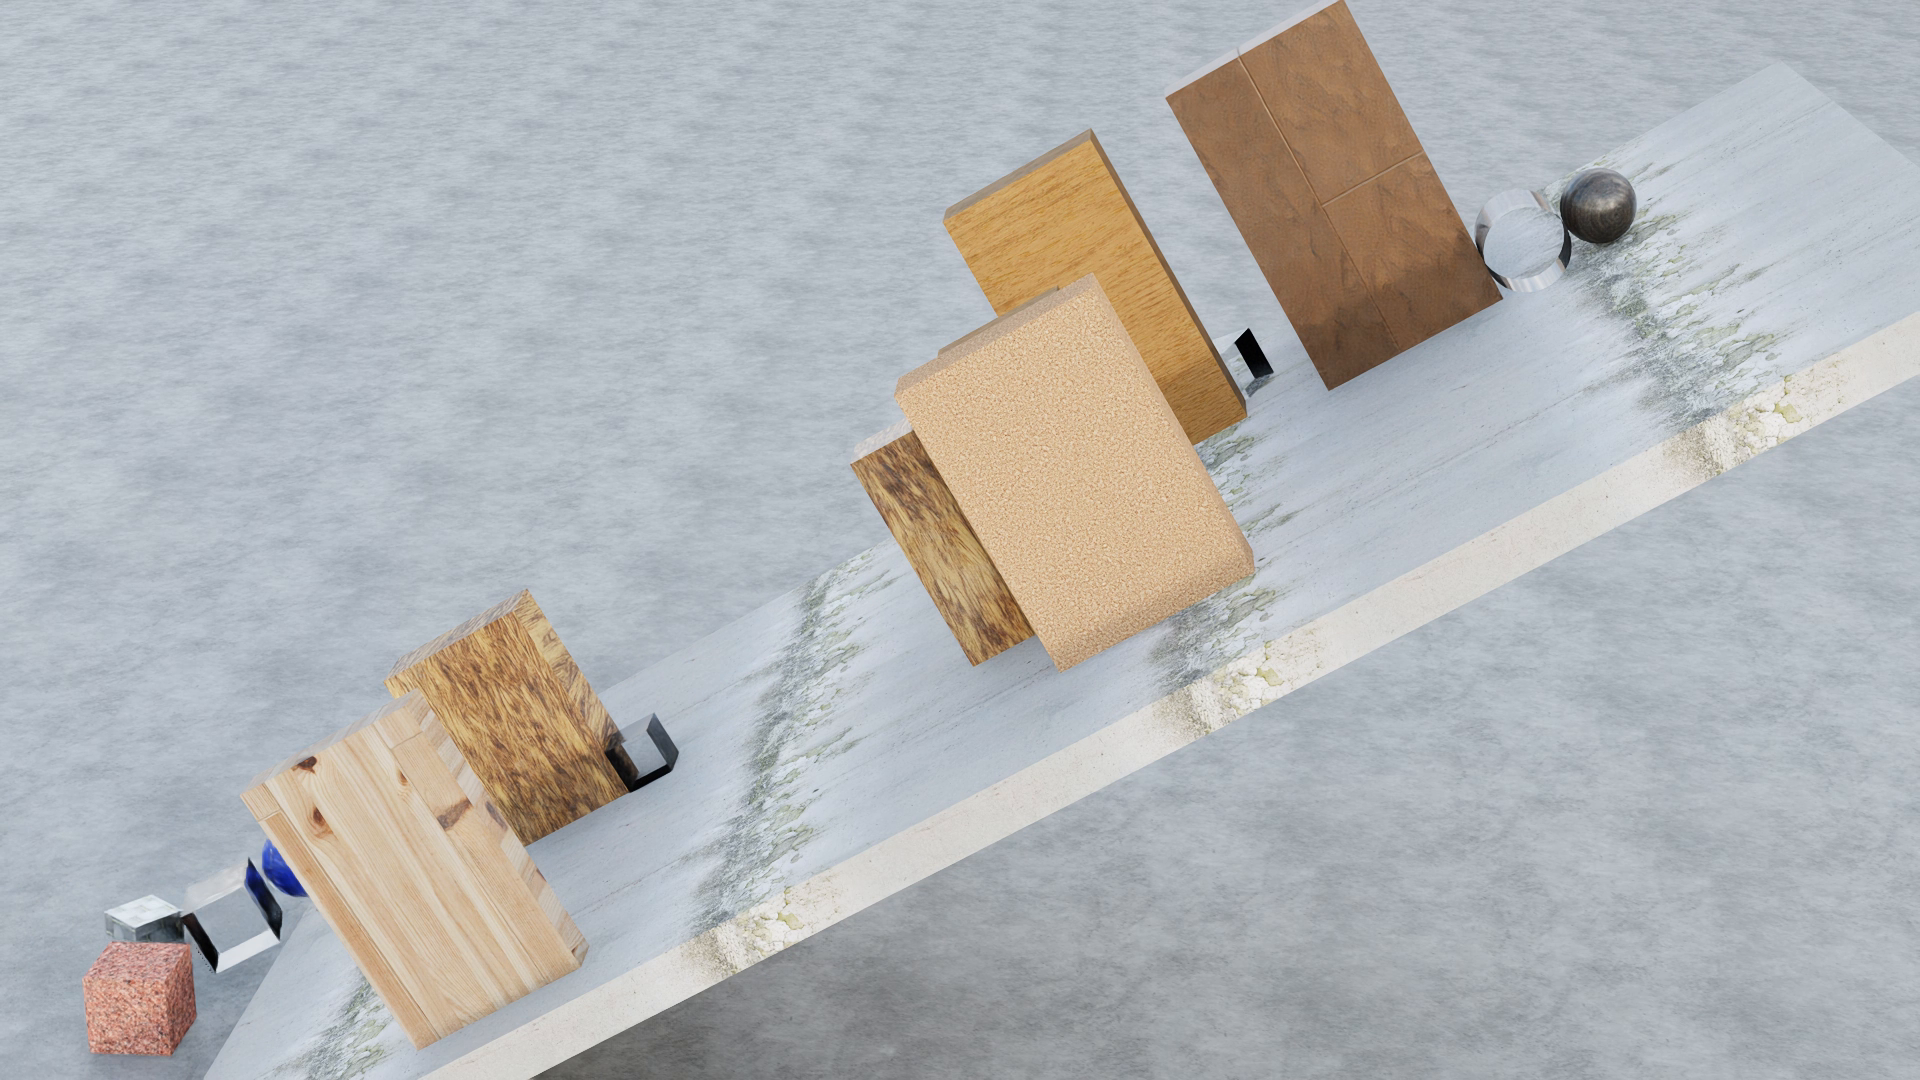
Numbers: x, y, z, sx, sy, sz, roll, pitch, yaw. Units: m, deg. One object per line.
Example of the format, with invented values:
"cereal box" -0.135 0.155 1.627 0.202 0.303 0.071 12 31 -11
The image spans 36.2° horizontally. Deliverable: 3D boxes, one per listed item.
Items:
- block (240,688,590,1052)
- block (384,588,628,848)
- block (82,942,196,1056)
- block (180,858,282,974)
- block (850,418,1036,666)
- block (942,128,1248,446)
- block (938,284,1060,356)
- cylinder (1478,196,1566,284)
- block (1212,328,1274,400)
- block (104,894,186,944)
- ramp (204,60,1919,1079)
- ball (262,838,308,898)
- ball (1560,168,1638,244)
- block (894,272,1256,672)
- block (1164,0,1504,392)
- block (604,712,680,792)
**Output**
"block" -1.045 0.638 5.659 0.382 0.617 0.092 -28 15 12
"block" -0.997 0.412 6.583 0.346 0.487 0.149 -28 15 12
"block" -1.861 1.040 6.679 0.186 0.186 0.186 1 19 4
"block" -1.743 0.898 7.048 0.168 0.168 0.168 -26 21 -1
"block" 0.023 -0.030 5.984 0.269 0.495 0.140 -28 15 12
"block" 0.305 -0.508 6.568 0.372 0.716 0.140 -28 15 12
"block" 0.227 -0.159 5.744 0.266 0.624 0.093 -28 15 12
"cylinder" 1.200 -0.640 6.276 0.184 0.184 0.184 4 7 12
"block" 0.618 -0.392 6.748 0.122 0.122 0.122 -17 20 44
"block" -1.951 0.948 7.046 0.130 0.130 0.130 16 24 40
"ramp" 0.142 0.168 6.284 4.000 0.100 2.000 -28 15 12
"ball" -1.610 0.777 7.193 0.193 0.193 0.193 0 18 0
"ball" 1.355 -0.710 6.243 0.161 0.161 0.161 0 18 0
"block" 0.222 -0.125 5.617 0.426 0.635 0.129 -28 15 12
"block" 0.802 -0.744 6.314 0.422 0.737 0.118 -28 15 12
"block" -0.708 0.474 6.553 0.110 0.110 0.110 -28 15 12
